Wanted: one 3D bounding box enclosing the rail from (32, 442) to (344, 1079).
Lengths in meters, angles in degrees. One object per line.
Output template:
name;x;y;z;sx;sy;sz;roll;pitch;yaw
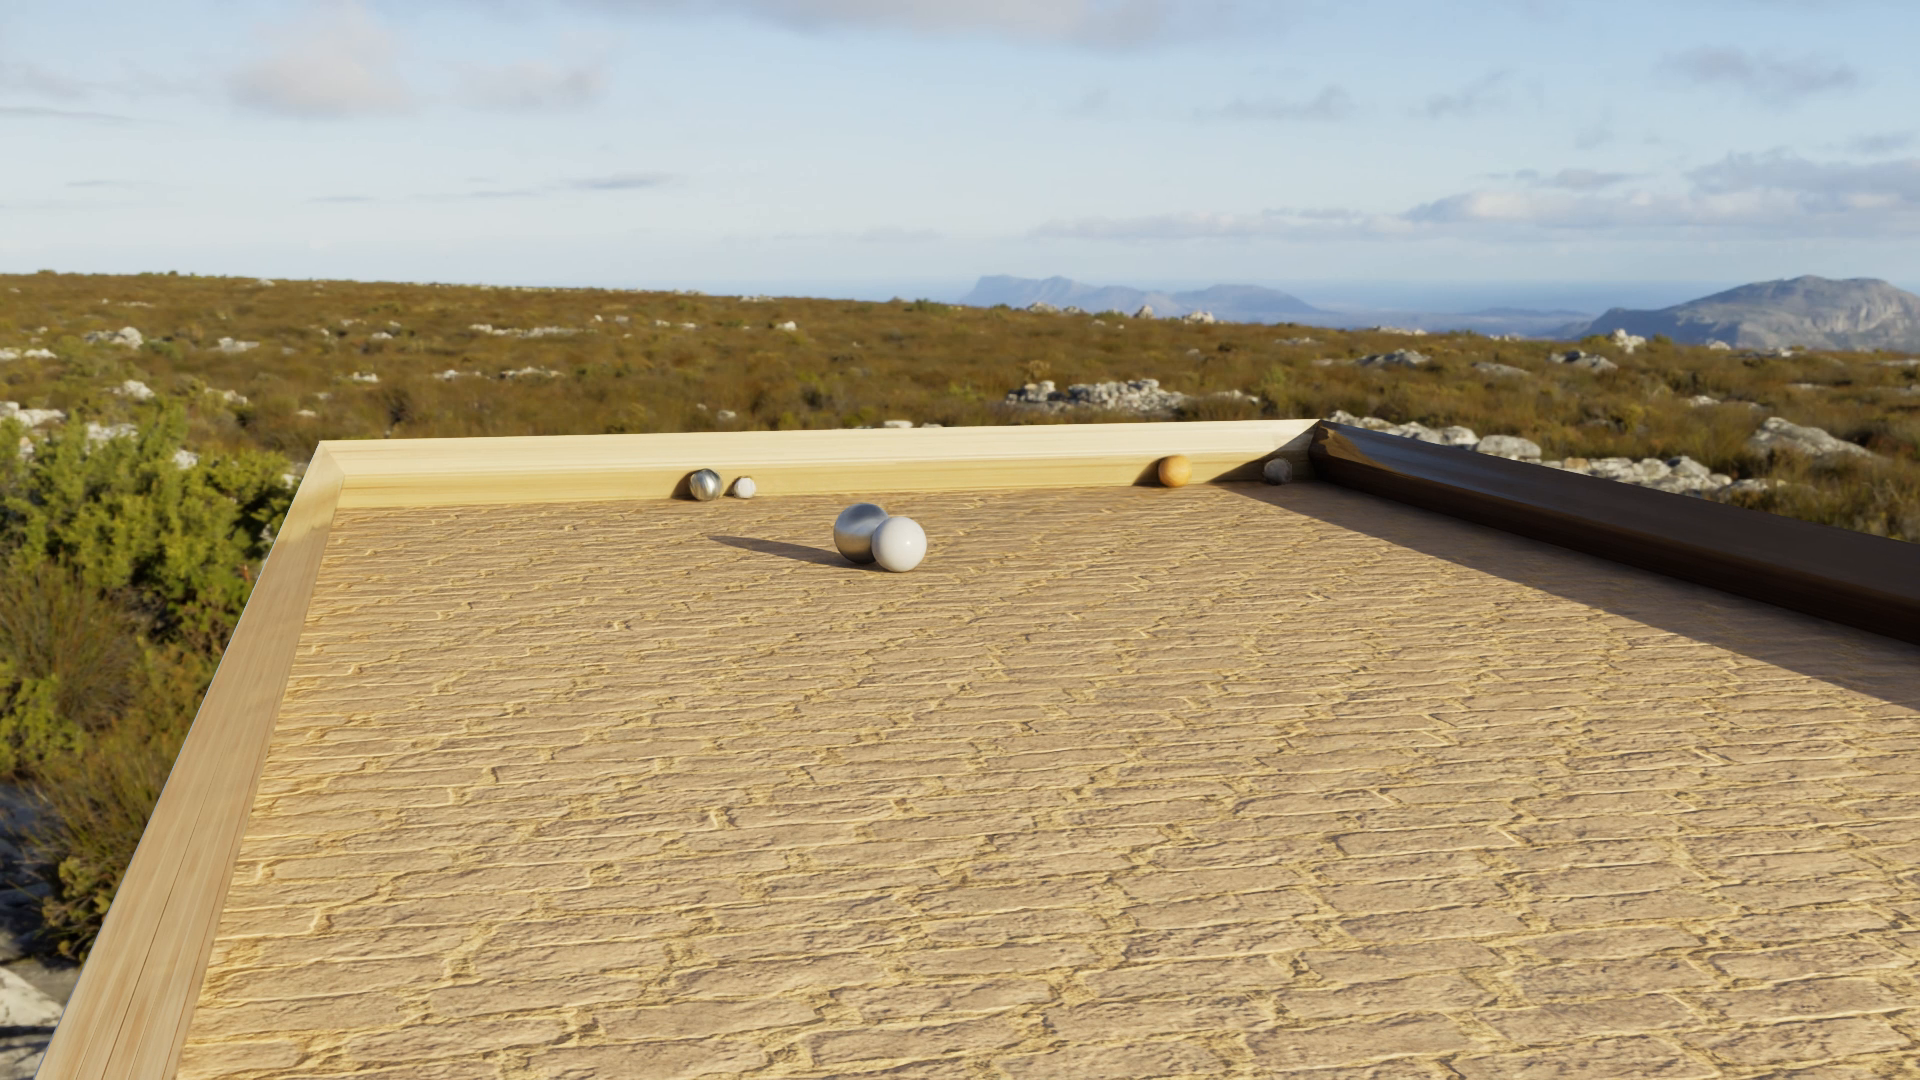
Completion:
rail;-0.738;0.132;2.353;0.045;0.127;3.796;-2;8;-14

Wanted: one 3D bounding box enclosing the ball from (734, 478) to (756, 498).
ball;-0.422;-0.102;4.326;0.043;0.043;0.043;0;8;0

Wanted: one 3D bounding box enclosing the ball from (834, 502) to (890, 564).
ball;-0.152;-0.011;3.478;0.098;0.098;0.098;0;8;0

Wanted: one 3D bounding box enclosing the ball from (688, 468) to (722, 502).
ball;-0.496;-0.107;4.285;0.065;0.065;0.065;0;8;0

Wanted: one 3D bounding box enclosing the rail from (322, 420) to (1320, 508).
rail;-0.221;-0.155;4.390;2.033;0.127;0.045;-2;8;-14

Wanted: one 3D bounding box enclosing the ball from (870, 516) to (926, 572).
ball;-0.094;0.007;3.395;0.087;0.087;0.087;0;8;0

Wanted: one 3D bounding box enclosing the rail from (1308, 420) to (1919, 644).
rail;1.190;0.066;2.822;0.045;0.127;3.796;-2;8;-14

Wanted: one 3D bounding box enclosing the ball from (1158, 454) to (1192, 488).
ball;0.440;-0.141;4.508;0.068;0.068;0.068;0;8;0

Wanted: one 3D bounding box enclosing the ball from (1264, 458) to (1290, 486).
ball;0.655;-0.140;4.545;0.056;0.056;0.056;0;8;0
